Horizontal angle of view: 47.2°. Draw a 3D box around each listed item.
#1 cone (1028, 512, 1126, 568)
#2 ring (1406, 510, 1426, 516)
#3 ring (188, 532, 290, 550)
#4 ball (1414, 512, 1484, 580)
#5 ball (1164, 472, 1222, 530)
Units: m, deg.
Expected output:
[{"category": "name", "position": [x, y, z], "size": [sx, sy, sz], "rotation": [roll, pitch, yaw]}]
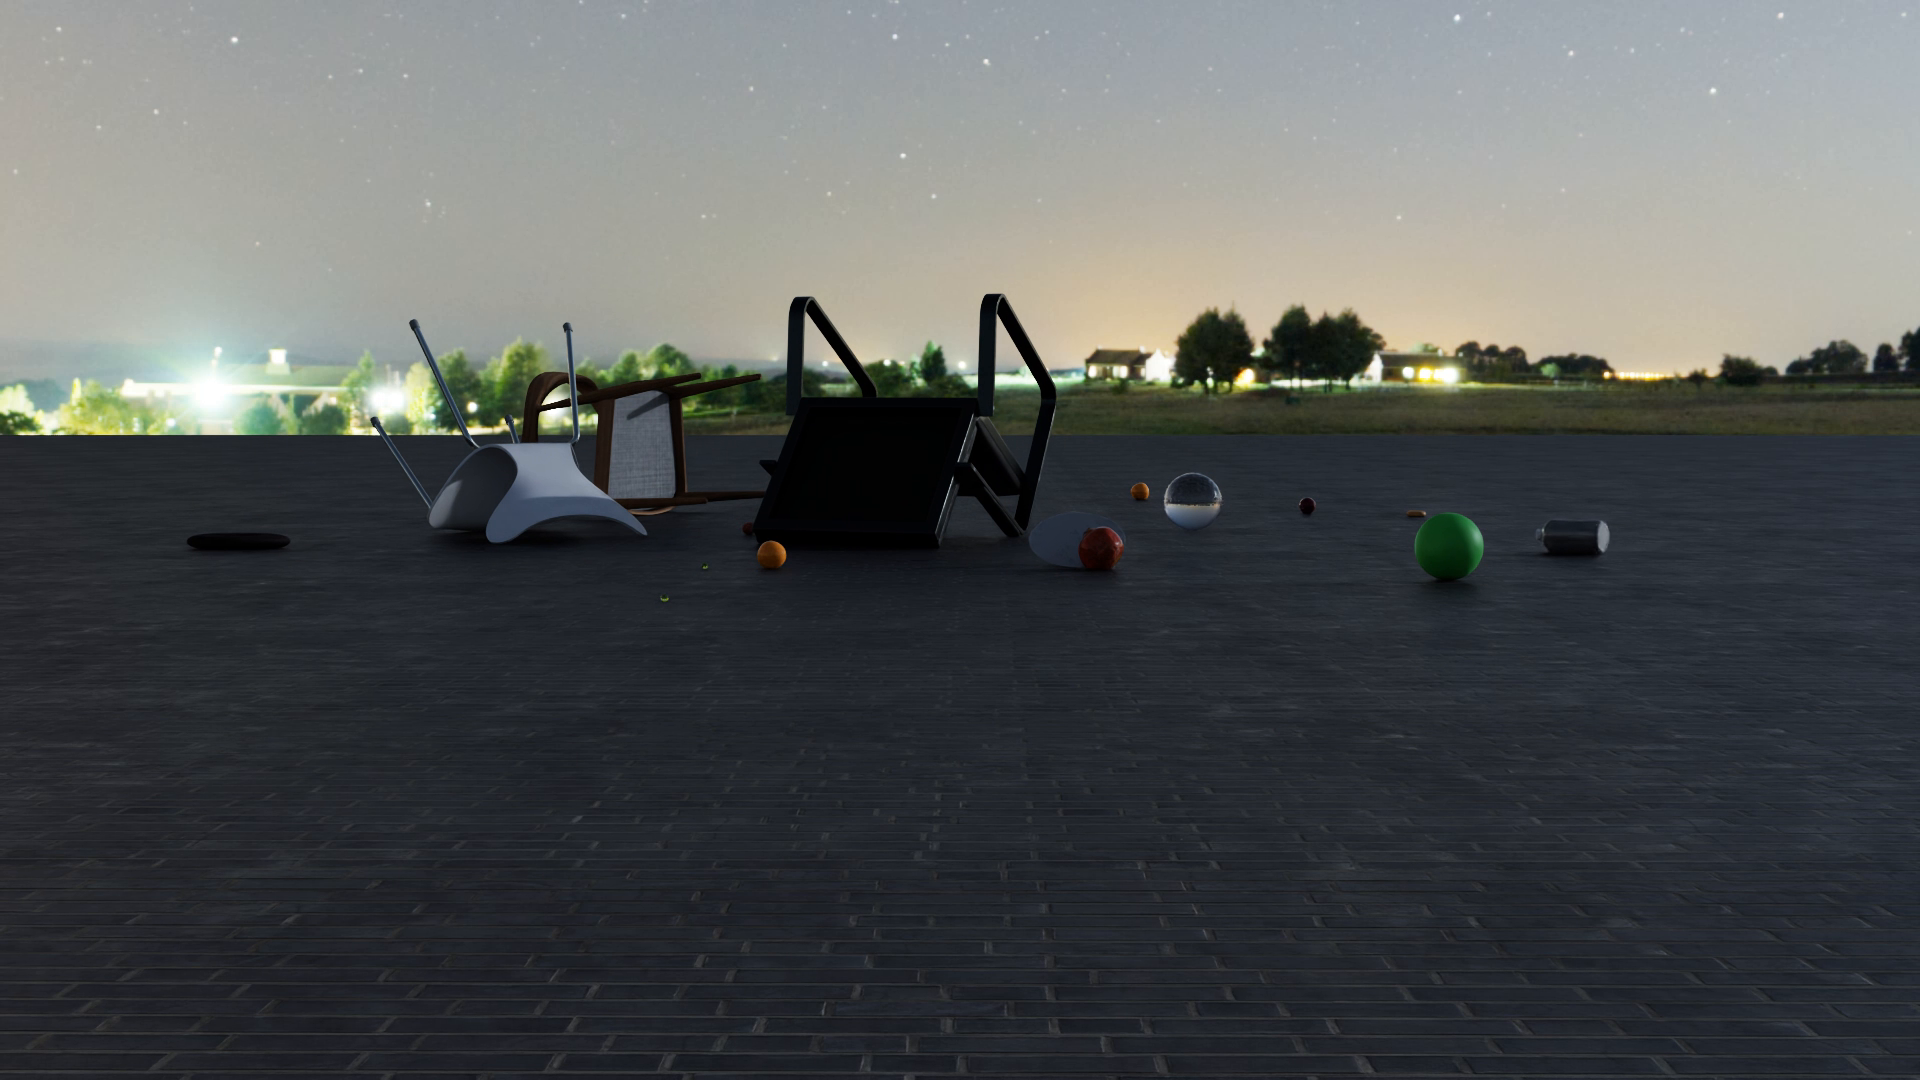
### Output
[{"category": "cone", "position": [0.295, 0.028, 5.644], "size": [0.245, 0.151, 0.147], "rotation": [-2, -23, -2]}, {"category": "ring", "position": [1.607, -0.092, 7.746], "size": [0.068, 0.021, 0.061], "rotation": [0, 5, -9]}, {"category": "ring", "position": [-2.038, 0.003, 6.212], "size": [0.285, 0.040, 0.152], "rotation": [0, 5, -5]}, {"category": "ball", "position": [1.148, 0.015, 5.162], "size": [0.160, 0.160, 0.160], "rotation": [0, 4, 0]}, {"category": "ball", "position": [0.737, -0.121, 6.964], "size": [0.184, 0.184, 0.184], "rotation": [0, 4, 0]}]
